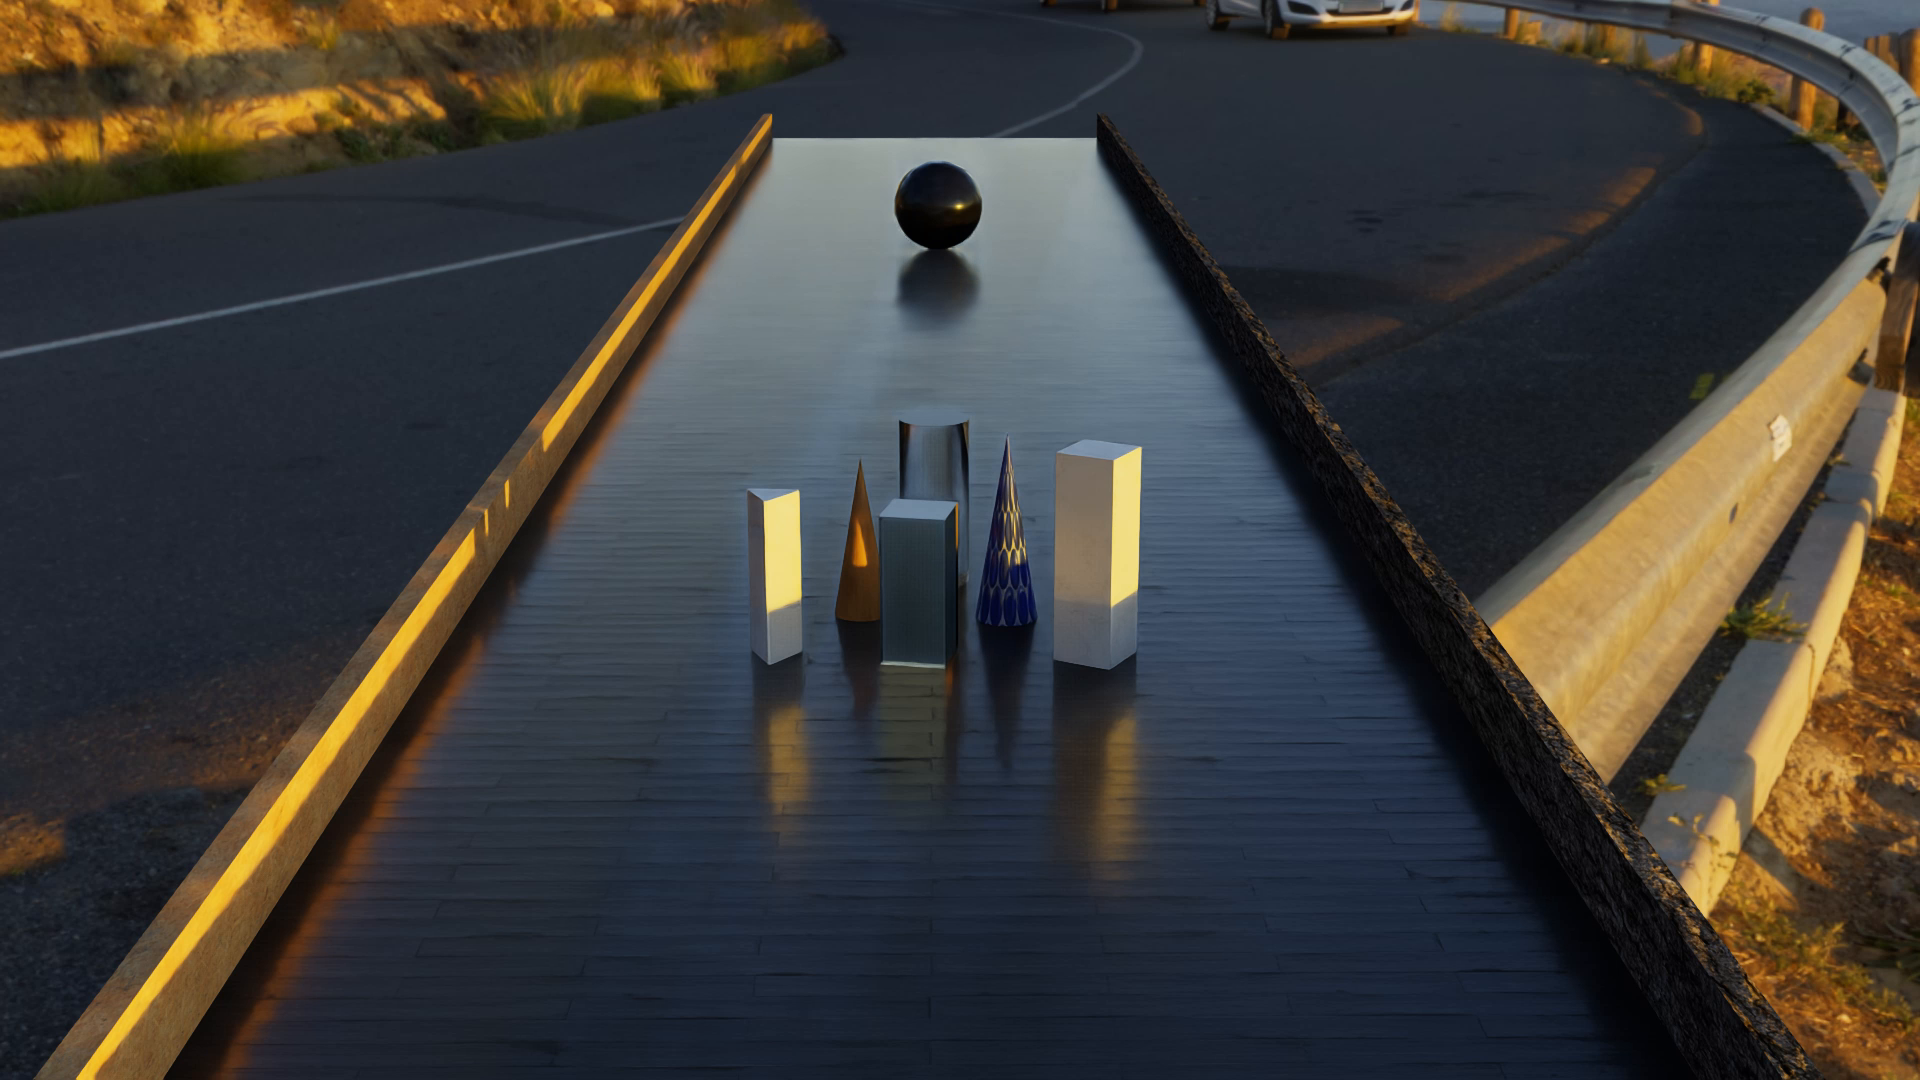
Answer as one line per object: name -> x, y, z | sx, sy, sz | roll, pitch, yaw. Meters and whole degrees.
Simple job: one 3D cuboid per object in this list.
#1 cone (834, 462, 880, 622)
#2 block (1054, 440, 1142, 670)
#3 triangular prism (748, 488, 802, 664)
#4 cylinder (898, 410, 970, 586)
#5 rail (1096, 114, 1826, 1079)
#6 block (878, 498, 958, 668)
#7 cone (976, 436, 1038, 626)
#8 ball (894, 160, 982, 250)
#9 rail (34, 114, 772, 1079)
cone -> -0.209, -0.008, 4.655 | 0.118, 0.342, 0.118 | 0, 17, 0
block -> 0.273, 0.028, 4.380 | 0.125, 0.429, 0.125 | 9, 19, 28
triangular prism -> -0.387, 0.067, 4.406 | 0.089, 0.339, 0.103 | 11, 20, 34
cylinder -> -0.057, -0.090, 4.879 | 0.155, 0.371, 0.155 | 0, 17, 0
rail -> 0.932, -0.844, 7.801 | 0.050, 0.150, 12.000 | 0, 17, -1
block -> -0.082, 0.086, 4.397 | 0.132, 0.308, 0.132 | 3, 17, 10
cone -> 0.099, -0.031, 4.624 | 0.133, 0.402, 0.133 | 0, 17, 0
ball -> -0.093, -1.424, 9.356 | 0.376, 0.376, 0.376 | 0, 17, 0
rail -> -1.118, -0.838, 7.780 | 0.050, 0.150, 12.000 | 0, 17, -1
